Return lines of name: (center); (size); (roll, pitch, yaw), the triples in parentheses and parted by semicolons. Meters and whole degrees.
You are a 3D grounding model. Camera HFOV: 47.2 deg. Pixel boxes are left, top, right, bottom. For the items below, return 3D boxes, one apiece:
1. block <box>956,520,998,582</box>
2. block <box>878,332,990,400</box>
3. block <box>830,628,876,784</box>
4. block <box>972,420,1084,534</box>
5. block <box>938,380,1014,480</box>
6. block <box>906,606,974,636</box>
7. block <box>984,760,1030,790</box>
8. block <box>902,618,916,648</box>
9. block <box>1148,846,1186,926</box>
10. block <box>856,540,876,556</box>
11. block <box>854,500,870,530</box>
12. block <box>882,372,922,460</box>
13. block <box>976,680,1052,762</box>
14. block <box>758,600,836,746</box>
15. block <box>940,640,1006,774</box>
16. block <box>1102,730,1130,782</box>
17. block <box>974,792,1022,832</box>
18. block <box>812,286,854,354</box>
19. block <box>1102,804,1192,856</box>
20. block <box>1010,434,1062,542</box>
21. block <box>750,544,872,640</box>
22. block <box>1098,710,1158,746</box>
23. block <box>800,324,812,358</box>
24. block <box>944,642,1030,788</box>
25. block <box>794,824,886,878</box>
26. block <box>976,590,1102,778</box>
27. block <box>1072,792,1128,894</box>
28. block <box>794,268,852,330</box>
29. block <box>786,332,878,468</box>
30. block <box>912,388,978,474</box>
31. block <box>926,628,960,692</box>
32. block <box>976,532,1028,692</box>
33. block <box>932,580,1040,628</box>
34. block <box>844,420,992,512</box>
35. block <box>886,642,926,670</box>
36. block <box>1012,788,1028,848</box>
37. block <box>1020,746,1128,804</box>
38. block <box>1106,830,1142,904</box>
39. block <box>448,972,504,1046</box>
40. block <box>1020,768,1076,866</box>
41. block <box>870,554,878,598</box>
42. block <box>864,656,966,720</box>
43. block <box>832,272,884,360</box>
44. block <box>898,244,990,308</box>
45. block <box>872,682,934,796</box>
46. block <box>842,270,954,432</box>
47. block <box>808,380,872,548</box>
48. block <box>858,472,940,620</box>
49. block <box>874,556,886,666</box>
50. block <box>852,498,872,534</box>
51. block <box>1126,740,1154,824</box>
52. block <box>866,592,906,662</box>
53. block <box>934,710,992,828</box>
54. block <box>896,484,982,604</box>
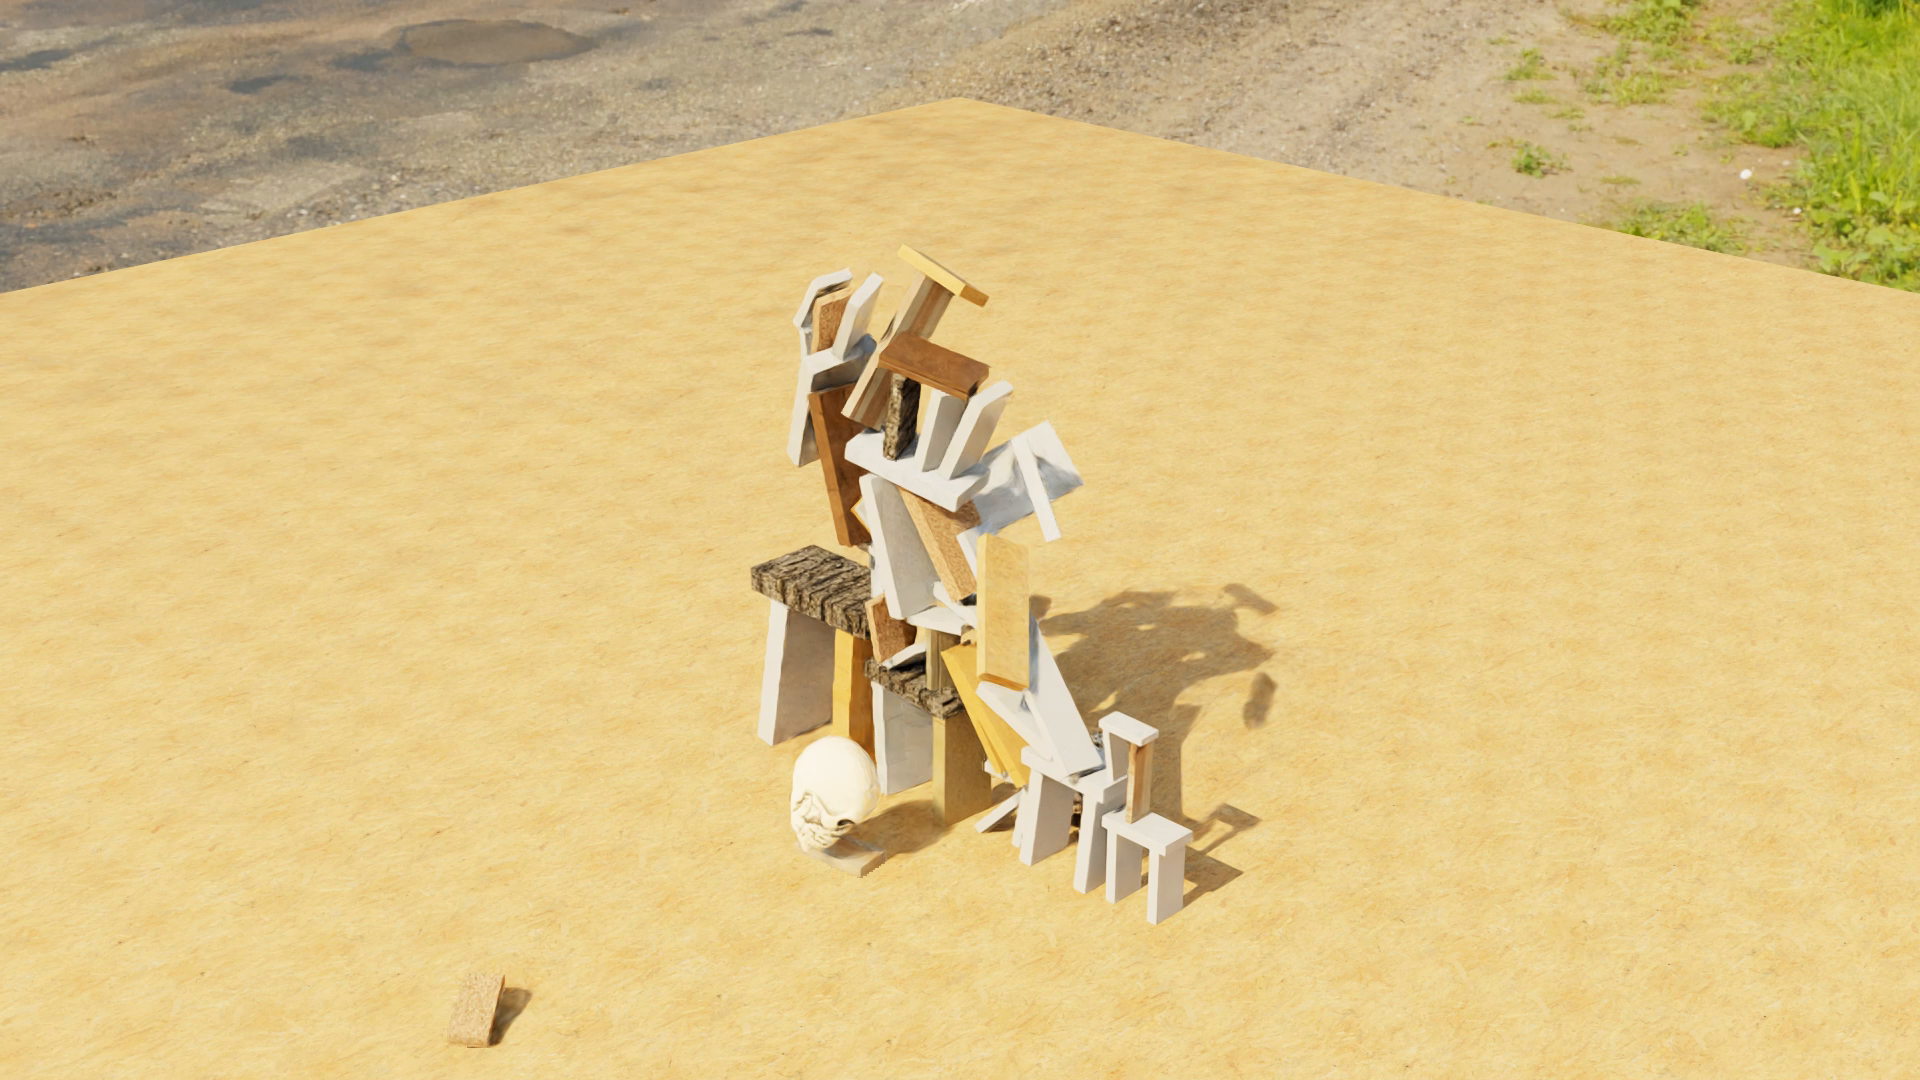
block: (0.060, 0.051, 4.251); (0.082, 0.165, 0.023); (-24, -2, -45)
block: (-0.048, -0.325, 4.100); (0.186, 0.026, 0.093); (23, 41, 15)
block: (-0.181, 0.318, 4.557); (0.175, 0.351, 0.050); (-21, 36, -41)
block: (0.022, -0.074, 4.519); (0.453, 0.153, 0.043); (-28, -5, -12)
block: (0.029, -0.207, 4.136); (0.028, 0.199, 0.099); (41, 45, 16)
block: (-0.032, 0.155, 4.290); (0.134, 0.019, 0.067); (11, 23, 35)
block: (0.124, 0.454, 4.304); (0.140, 0.020, 0.070); (20, 31, 41)
block: (-0.113, 0.174, 4.414); (0.016, 0.115, 0.058); (20, 22, 41)
block: (0.383, 0.630, 4.079); (0.022, 0.154, 0.077); (21, 31, 41)
block: (-0.174, 0.000, 4.381); (0.064, 0.018, 0.128); (-18, 28, -31)
block: (-0.152, -0.034, 4.293); (0.058, 0.115, 0.016); (-45, 20, -31)
block: (-0.108, -0.251, 4.167); (0.026, 0.186, 0.093); (20, 41, 14)
block: (0.136, 0.331, 4.208); (0.202, 0.029, 0.101); (42, 42, 23)
block: (-0.335, 0.258, 4.699); (0.175, 0.351, 0.050); (-21, 42, -41)
block: (0.045, 0.325, 4.294); (0.067, 0.260, 0.019); (-23, -3, -41)
block: (0.290, 0.392, 4.076); (0.014, 0.101, 0.050); (9, 23, 42)
block: (0.093, 0.532, 4.359); (0.070, 0.140, 0.020); (-24, 76, -44)
block: (-0.246, -0.415, 4.264); (0.078, 0.157, 0.022); (-23, 56, -25)
block: (0.346, 0.535, 4.078); (0.154, 0.022, 0.077); (21, 31, 41)
block: (0.140, -0.096, 4.054); (0.028, 0.199, 0.099); (-19, 1, 4)
block: (-0.252, 0.105, 4.544); (0.351, 0.050, 0.175); (21, 31, 41)
block: (0.310, 0.346, 4.038); (0.101, 0.014, 0.050); (23, 32, 38)
block: (-0.275, -0.360, 4.367); (0.078, 0.157, 0.022); (-22, 43, -26)
block: (0.083, 0.333, 4.264); (0.101, 0.287, 0.029); (-23, -10, -41)
block: (-0.233, 0.608, 4.298); (0.165, 0.023, 0.082); (16, 28, 33)
block: (0.148, 0.258, 4.146); (0.082, 0.023, 0.396); (-13, 70, -34)
block: (0.272, 0.558, 4.170); (0.107, 0.214, 0.030); (-21, 37, -41)
block: (-0.266, -0.467, 4.273); (0.078, 0.157, 0.022); (-21, 73, -27)
block: (-0.255, -0.276, 4.399); (0.153, 0.307, 0.043); (-24, 63, -25)
block: (-0.027, -0.217, 4.146); (0.093, 0.186, 0.026); (-21, 53, -35)
block: (-0.033, 0.226, 4.320); (0.067, 0.134, 0.019); (-13, 26, -27)
block: (0.081, 0.134, 4.139); (0.099, 0.028, 0.299); (20, 54, -29)
block: (0.049, 0.133, 4.270); (0.101, 0.029, 0.202); (-13, 36, -37)
block: (-0.082, -0.147, 4.227); (0.252, 0.036, 0.126); (26, 39, 20)
block: (-0.091, 0.226, 4.369); (0.067, 0.019, 0.133); (-13, -10, -28)
block: (0.142, 0.534, 4.321); (0.020, 0.140, 0.070); (31, 37, 32)
block: (0.229, 0.428, 4.160); (0.107, 0.030, 0.214); (-20, 30, -39)
block: (0.310, 0.602, 4.145); (0.022, 0.154, 0.077); (21, 31, 41)
block: (-0.829, 0.804, 3.771); (0.067, 0.019, 0.133); (3, 42, 2)
block: (0.173, 0.519, 4.261); (0.030, 0.214, 0.107); (29, 36, 36)
block: (-0.148, 0.057, 4.430); (0.064, 0.128, 0.018); (-4, 3, -8)
block: (-0.067, 0.281, 4.406); (0.126, 0.036, 0.251); (-19, 30, -37)
block: (-0.195, -0.425, 4.184); (0.025, 0.175, 0.088); (34, 59, 5)
block: (-0.033, -0.505, 4.200); (0.175, 0.025, 0.088); (37, 11, 32)
block: (-0.114, 0.389, 4.519); (0.126, 0.251, 0.036); (-17, 25, -34)
block: (-0.118, -0.360, 4.212); (0.088, 0.309, 0.025); (22, 10, -47)
block: (-0.195, -0.156, 4.331); (0.153, 0.307, 0.043); (-19, 14, -33)
block: (-0.109, -0.003, 4.285); (0.126, 0.288, 0.036); (-25, 20, -38)
block: (-0.135, 0.132, 4.399); (0.018, 0.242, 0.064); (20, 32, 41)
block: (-0.158, -0.037, 4.310); (0.016, 0.115, 0.058); (-10, 34, 54)
block: (0.332, 0.440, 4.055); (0.050, 0.170, 0.014); (-21, 33, -41)
block: (-0.147, 0.169, 4.349); (0.067, 0.133, 0.019); (-30, 36, -34)
block: (0.006, 0.440, 4.401); (0.126, 0.251, 0.036); (-19, 30, -38)
block: (-0.014, -0.018, 4.265); (0.126, 0.252, 0.036); (-26, 1, -39)
